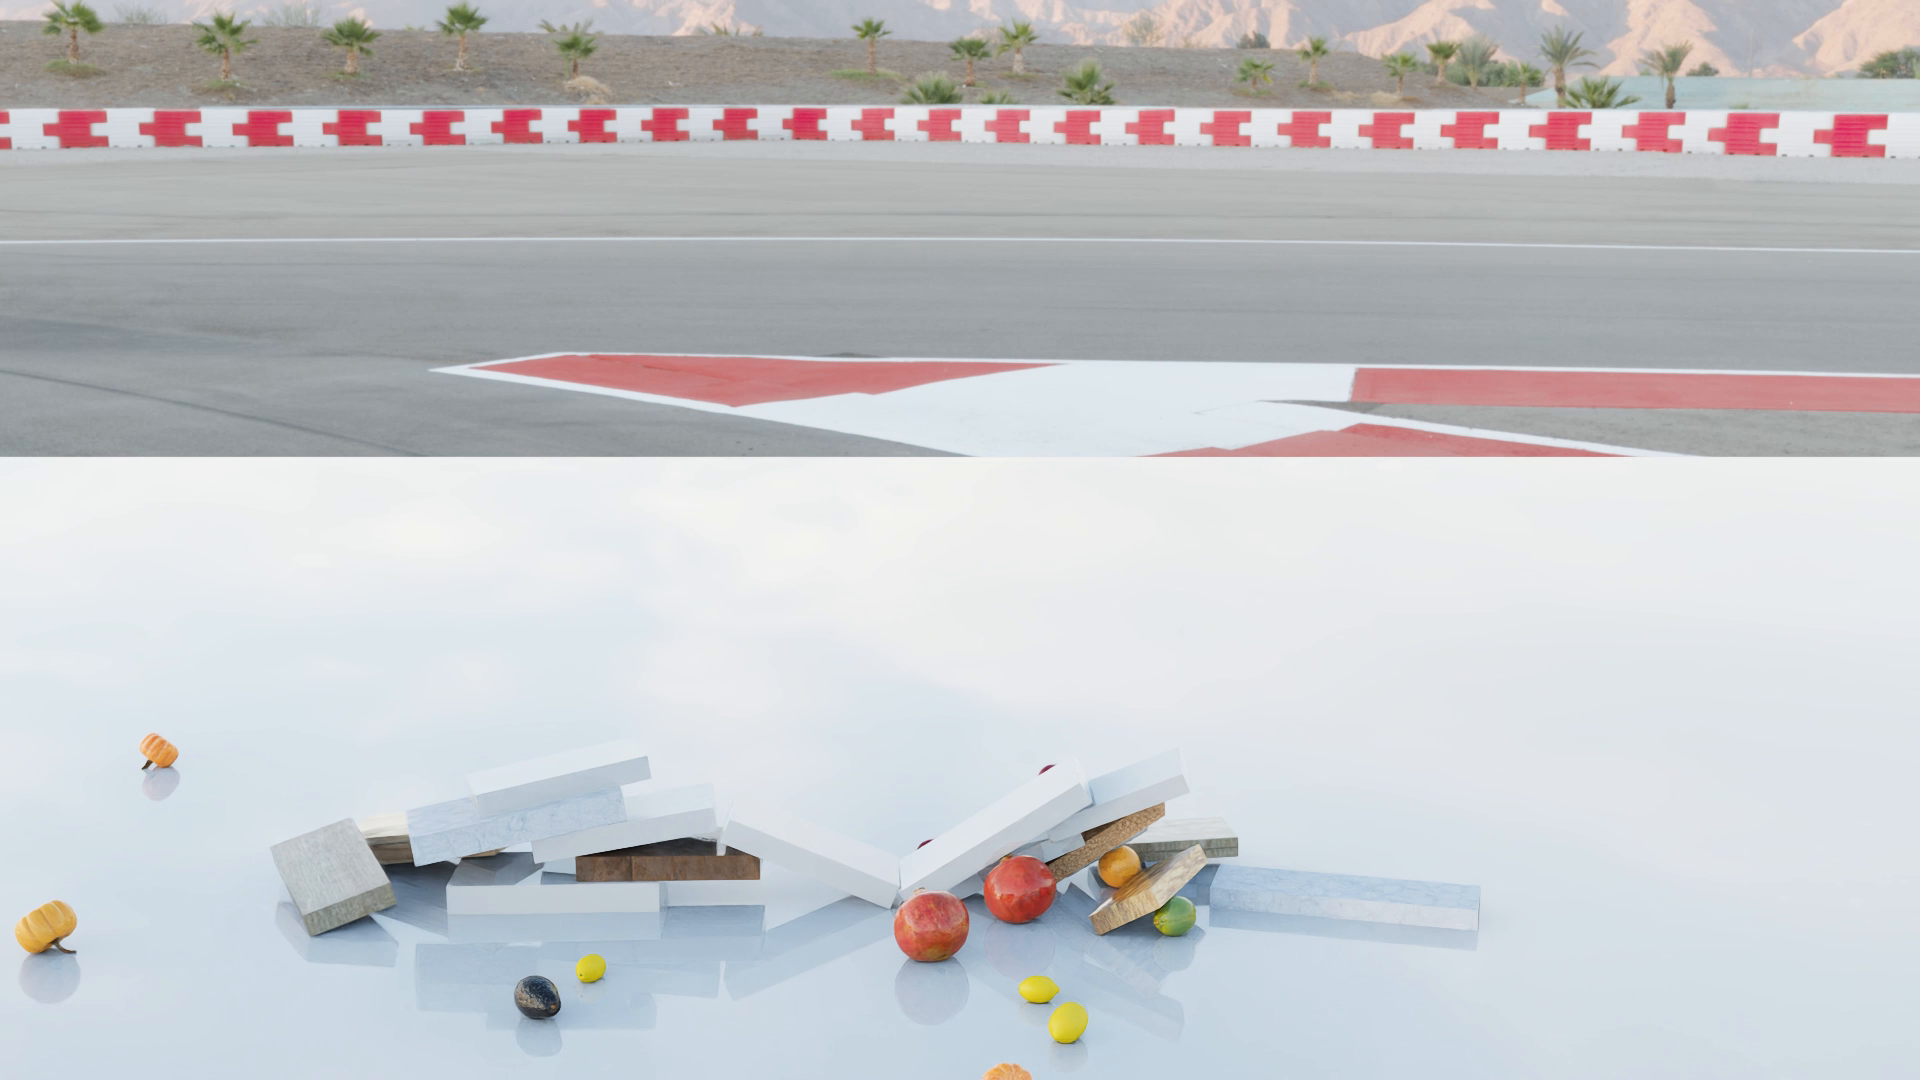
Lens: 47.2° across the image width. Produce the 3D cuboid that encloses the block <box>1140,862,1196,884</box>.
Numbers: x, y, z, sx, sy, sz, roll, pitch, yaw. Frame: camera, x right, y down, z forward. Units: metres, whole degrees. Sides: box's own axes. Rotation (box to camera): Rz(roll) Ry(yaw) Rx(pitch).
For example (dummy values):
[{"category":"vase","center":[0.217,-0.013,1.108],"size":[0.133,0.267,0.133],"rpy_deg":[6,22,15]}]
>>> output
[{"category":"block","center":[0.356,0.555,3.793],"size":[0.083,0.023,0.166],"rpy_deg":[0,11,-1]}]

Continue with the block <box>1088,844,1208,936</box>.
[{"category":"block","center":[0.307,0.564,3.559],"size":[0.120,0.034,0.239],"rpy_deg":[-30,-3,26]}]

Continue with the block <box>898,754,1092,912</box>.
[{"category":"block","center":[0.056,0.482,3.630],"size":[0.346,0.040,0.141],"rpy_deg":[-32,12,6]}]

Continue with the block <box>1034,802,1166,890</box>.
[{"category":"block","center":[0.234,0.485,3.690],"size":[0.243,0.034,0.122],"rpy_deg":[-34,13,14]}]

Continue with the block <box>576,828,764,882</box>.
[{"category":"block","center":[-0.479,0.522,3.656],"size":[0.299,0.042,0.149],"rpy_deg":[0,11,-2]}]

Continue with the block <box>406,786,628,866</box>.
[{"category":"block","center":[-0.733,0.453,3.623],"size":[0.342,0.048,0.171],"rpy_deg":[-11,11,-15]}]

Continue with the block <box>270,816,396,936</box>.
[{"category":"block","center":[-1.032,0.549,3.610],"size":[0.141,0.040,0.283],"rpy_deg":[-20,24,-22]}]

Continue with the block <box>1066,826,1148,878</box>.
[{"category":"block","center":[0.245,0.504,3.725],"size":[0.166,0.023,0.083],"rpy_deg":[-33,13,17]}]

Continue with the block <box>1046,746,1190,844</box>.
[{"category":"block","center":[0.257,0.420,3.629],"size":[0.243,0.034,0.122],"rpy_deg":[-21,13,9]}]

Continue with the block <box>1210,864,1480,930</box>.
[{"category":"block","center":[0.632,0.584,3.606],"size":[0.428,0.034,0.120],"rpy_deg":[3,11,15]}]

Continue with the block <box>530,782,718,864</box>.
[{"category":"block","center":[-0.556,0.468,3.654],"size":[0.299,0.042,0.149],"rpy_deg":[-9,11,-5]}]

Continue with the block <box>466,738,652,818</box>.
[{"category":"block","center":[-0.668,0.393,3.650],"size":[0.283,0.040,0.141],"rpy_deg":[-12,11,-18]}]

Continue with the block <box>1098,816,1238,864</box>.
[{"category":"block","center":[0.351,0.521,3.816],"size":[0.239,0.034,0.120],"rpy_deg":[-2,11,-7]}]

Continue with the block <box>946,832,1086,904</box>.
[{"category":"block","center":[0.084,0.523,3.676],"size":[0.243,0.034,0.122],"rpy_deg":[-24,12,0]}]

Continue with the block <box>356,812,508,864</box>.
[{"category":"block","center":[-0.910,0.508,3.806],"size":[0.342,0.048,0.171],"rpy_deg":[-8,7,21]}]

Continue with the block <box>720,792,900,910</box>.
[{"category":"block","center":[-0.247,0.514,3.649],"size":[0.299,0.042,0.149],"rpy_deg":[23,9,-6]}]

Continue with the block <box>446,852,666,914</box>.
[{"category":"block","center":[-0.665,0.568,3.656],"size":[0.342,0.048,0.171],"rpy_deg":[-1,11,-3]}]
